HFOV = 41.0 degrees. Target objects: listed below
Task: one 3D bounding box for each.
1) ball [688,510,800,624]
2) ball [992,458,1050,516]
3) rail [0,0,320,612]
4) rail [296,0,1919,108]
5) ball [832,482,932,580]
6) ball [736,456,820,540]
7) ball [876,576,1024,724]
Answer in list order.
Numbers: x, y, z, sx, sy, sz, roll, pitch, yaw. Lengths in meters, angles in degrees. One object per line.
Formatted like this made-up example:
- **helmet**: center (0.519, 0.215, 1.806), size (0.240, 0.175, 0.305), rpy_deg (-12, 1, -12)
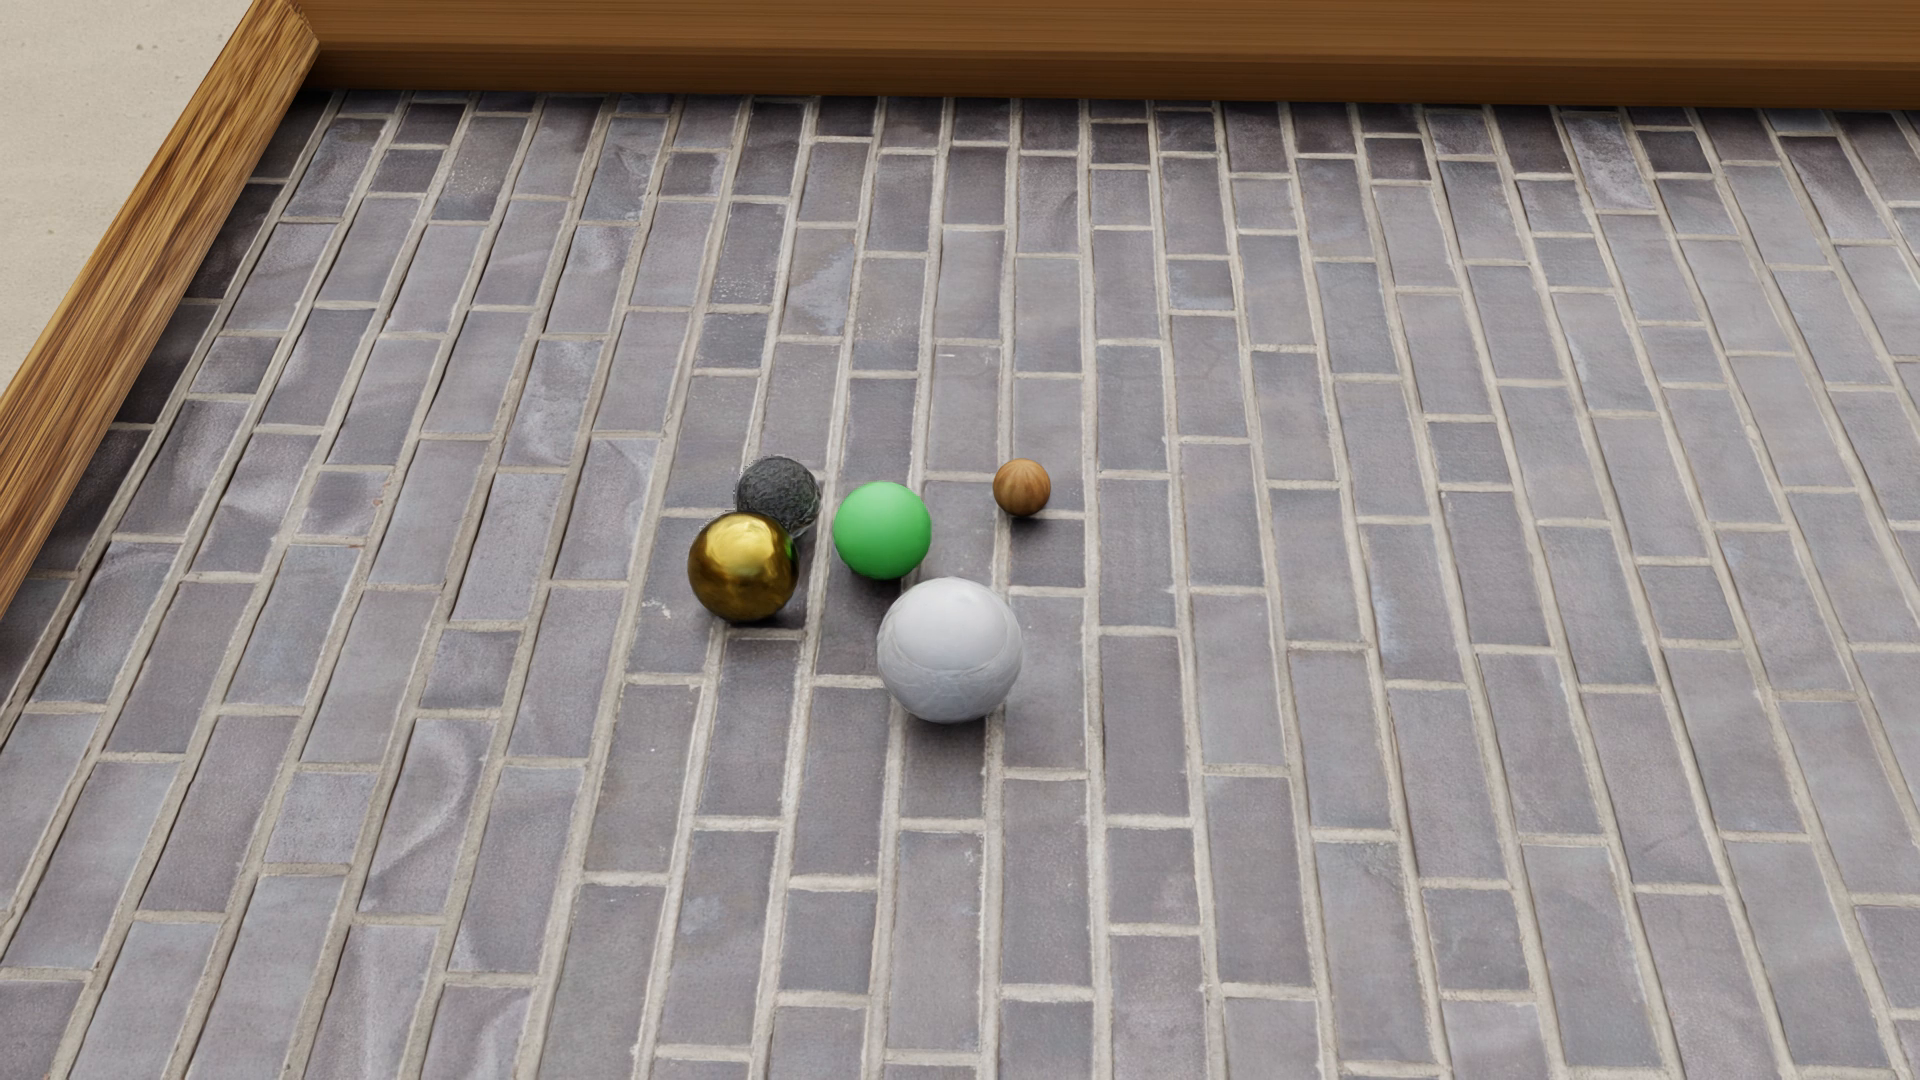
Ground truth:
- **ball**: center (-0.154, 0.019, 1.825), size (0.080, 0.080, 0.080), rpy_deg (0, 35, 0)
- **ball**: center (0.047, -0.040, 1.940), size (0.044, 0.044, 0.044), rpy_deg (0, 35, 0)
- **rail**: center (-0.667, -0.036, 1.859), size (0.045, 0.129, 1.640), rpy_deg (1, 35, 1)
- **rail**: center (0.716, -0.469, 2.476), size (2.765, 0.129, 0.045), rpy_deg (1, 35, 1)
- **ball**: center (-0.056, -0.007, 1.868), size (0.072, 0.072, 0.072), rpy_deg (0, 35, 0)
- **ball**: center (-0.135, -0.030, 1.909), size (0.063, 0.063, 0.063), rpy_deg (0, 35, 0)
- **ball**: center (-0.007, 0.074, 1.729), size (0.099, 0.099, 0.099), rpy_deg (0, 35, 0)
